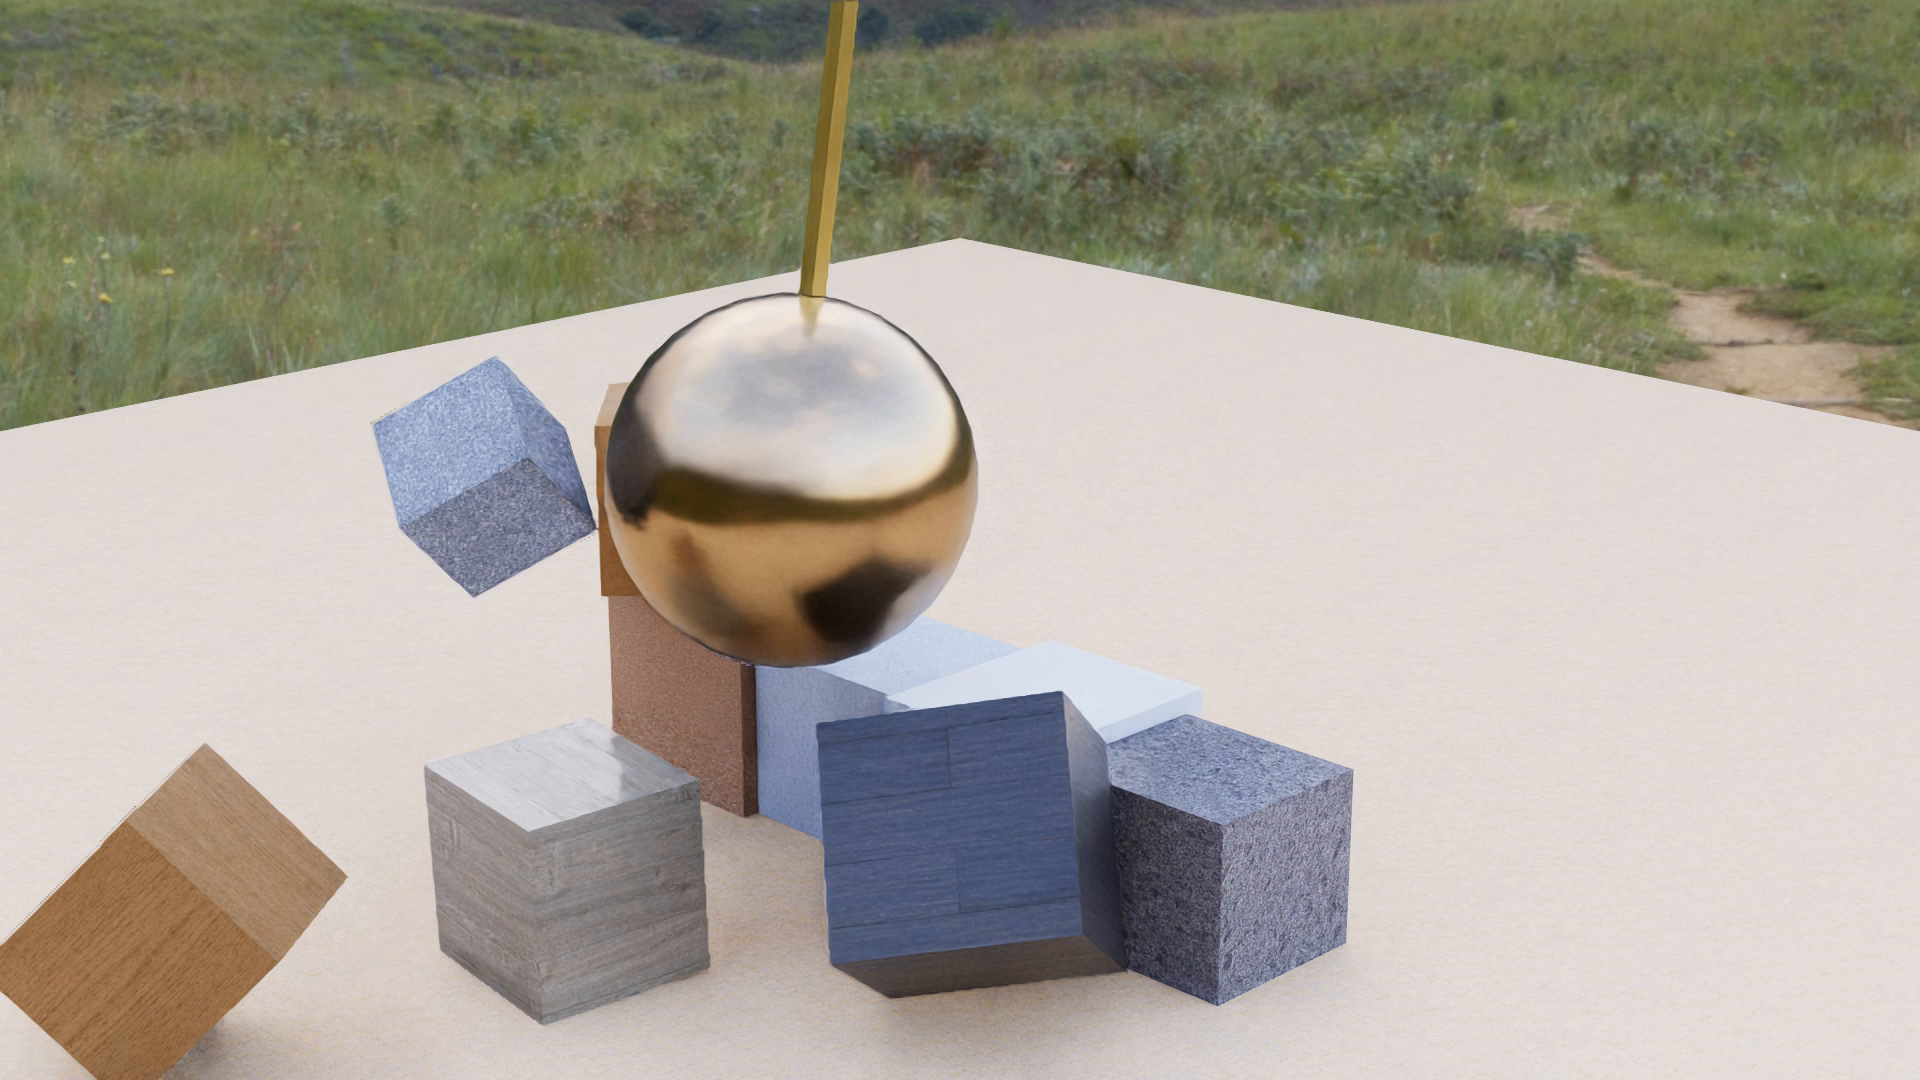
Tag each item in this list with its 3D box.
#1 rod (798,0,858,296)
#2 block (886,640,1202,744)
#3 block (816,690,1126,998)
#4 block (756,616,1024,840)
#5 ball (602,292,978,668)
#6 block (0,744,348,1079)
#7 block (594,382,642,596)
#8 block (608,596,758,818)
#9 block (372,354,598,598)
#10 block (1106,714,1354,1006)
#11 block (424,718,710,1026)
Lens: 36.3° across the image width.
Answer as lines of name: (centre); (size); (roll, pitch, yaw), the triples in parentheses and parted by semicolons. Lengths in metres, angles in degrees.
rod: (-0.312, -3.572, 11.893); (0.080, 5.200, 0.080); (17, 14, 42)
block: (0.380, 1.115, 13.304); (0.937, 0.896, 1.088); (16, 24, 42)
block: (0.055, 1.253, 11.891); (1.010, 0.973, 0.888); (-8, -19, 12)
block: (-0.306, 0.926, 13.973); (1.002, 0.855, 0.879); (17, 24, 42)
ball: (-0.719, -0.253, 12.508); (1.600, 1.600, 1.600); (0, 17, 0)
block: (-3.118, 1.504, 11.542); (0.783, 0.925, 0.808); (45, 18, -7)
block: (-1.272, -0.253, 13.976); (0.833, 0.822, 0.801); (0, 17, -2)
block: (-1.036, 0.581, 14.595); (1.002, 1.140, 0.994); (-17, 24, -42)
block: (-1.975, -0.261, 12.190); (0.607, 0.587, 0.593); (-28, 52, 7)
block: (1.044, 1.358, 12.667); (0.863, 0.813, 0.940); (-17, 24, -42)
block: (-1.667, 1.386, 12.440); (0.809, 0.871, 0.902); (-15, 23, -34)
